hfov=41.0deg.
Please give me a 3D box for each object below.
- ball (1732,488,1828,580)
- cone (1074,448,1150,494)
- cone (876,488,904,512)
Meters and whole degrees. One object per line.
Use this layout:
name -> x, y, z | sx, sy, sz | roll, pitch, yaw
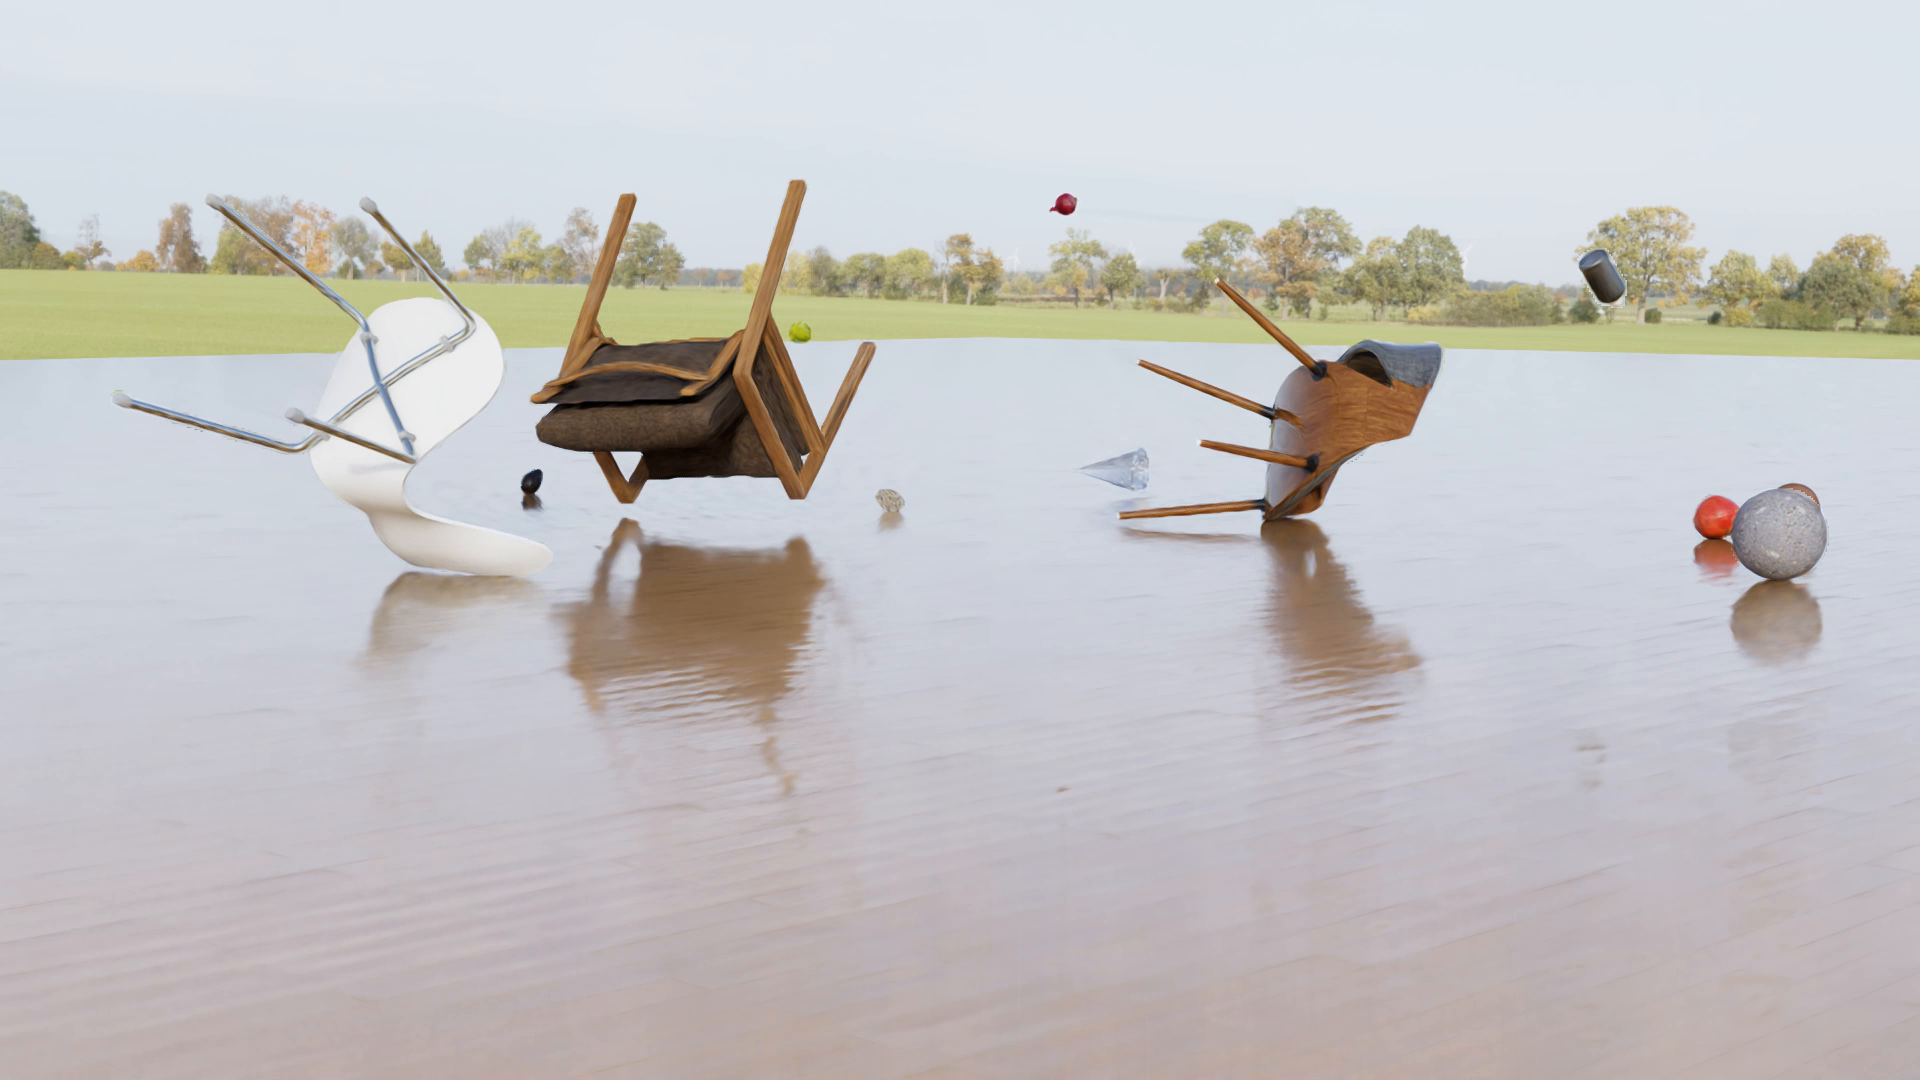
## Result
ball -> 1.776, -0.012, 5.563 | 0.198, 0.198, 0.198 | 0, 6, 0
cone -> 0.442, -0.210, 7.756 | 0.214, 0.135, 0.212 | 1, 6, 19
cone -> -0.194, -0.101, 7.242 | 0.085, 0.061, 0.103 | 24, -9, 8
